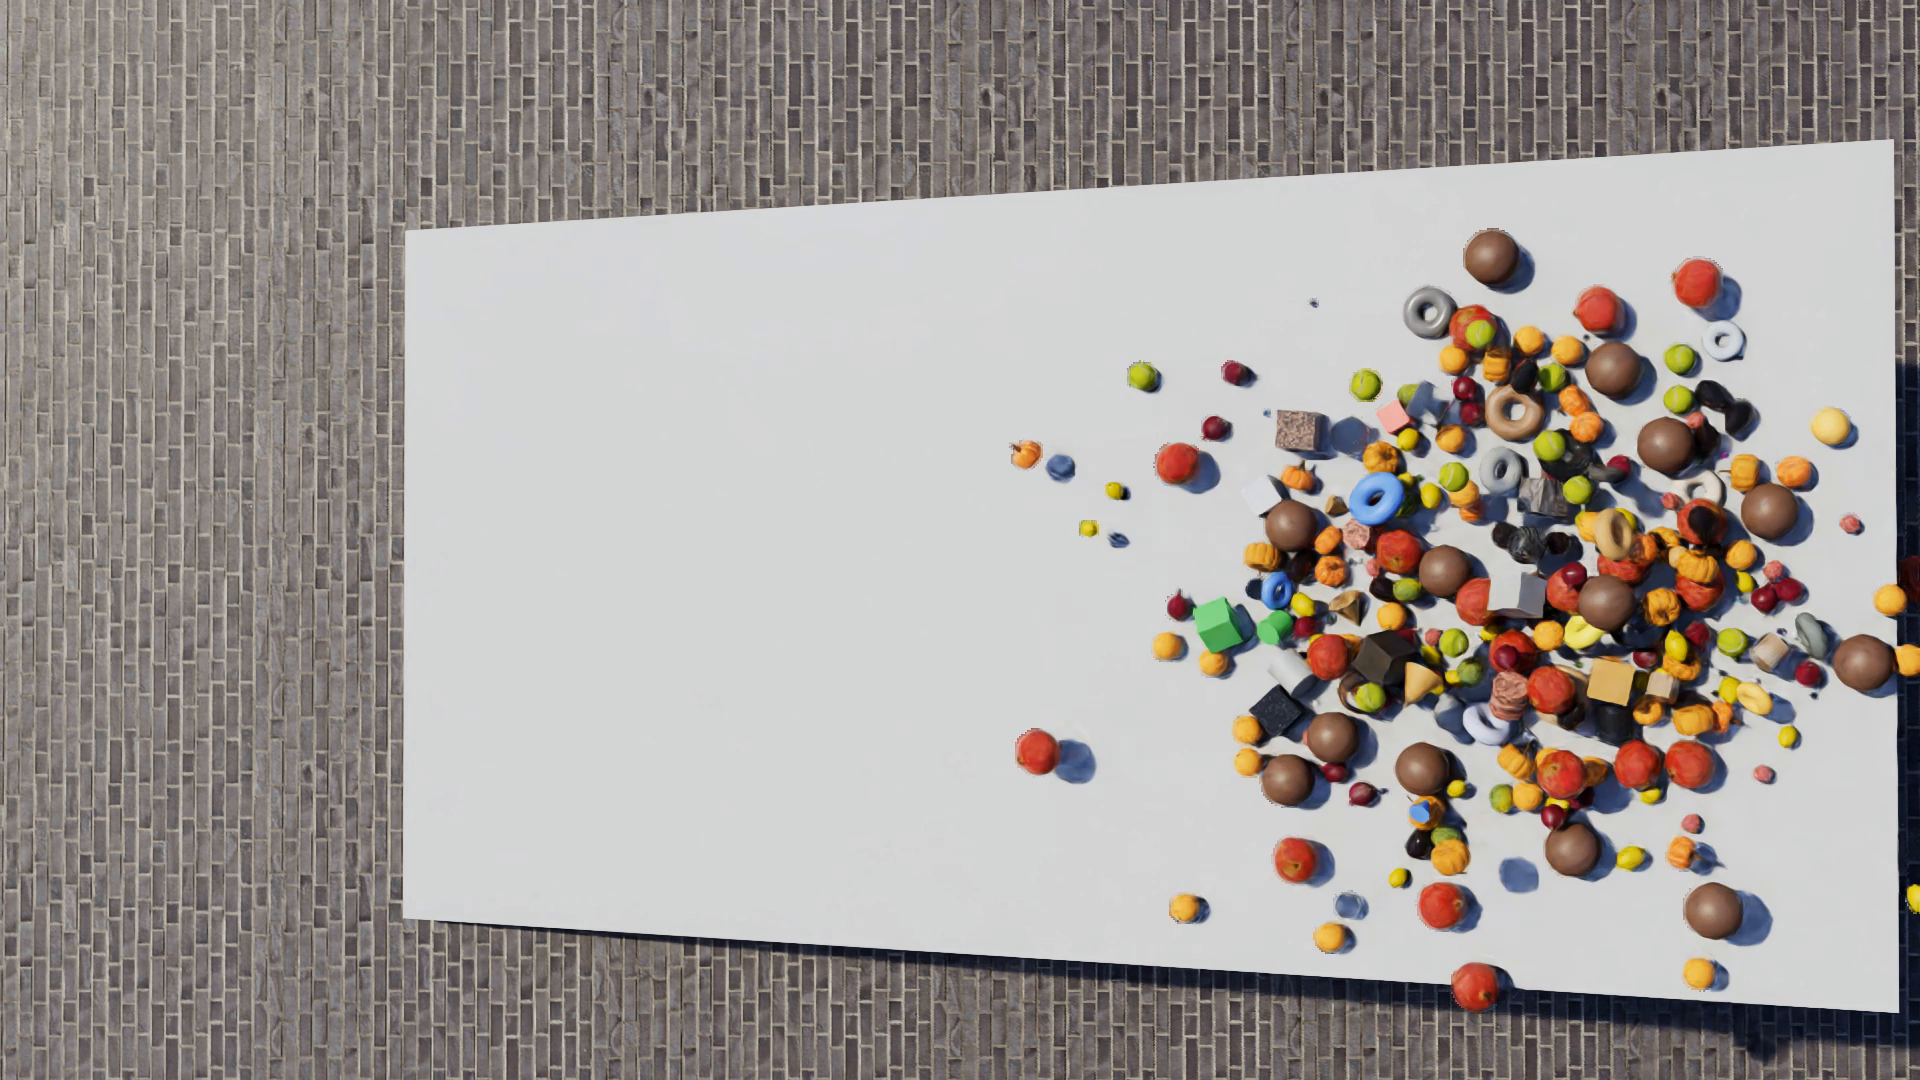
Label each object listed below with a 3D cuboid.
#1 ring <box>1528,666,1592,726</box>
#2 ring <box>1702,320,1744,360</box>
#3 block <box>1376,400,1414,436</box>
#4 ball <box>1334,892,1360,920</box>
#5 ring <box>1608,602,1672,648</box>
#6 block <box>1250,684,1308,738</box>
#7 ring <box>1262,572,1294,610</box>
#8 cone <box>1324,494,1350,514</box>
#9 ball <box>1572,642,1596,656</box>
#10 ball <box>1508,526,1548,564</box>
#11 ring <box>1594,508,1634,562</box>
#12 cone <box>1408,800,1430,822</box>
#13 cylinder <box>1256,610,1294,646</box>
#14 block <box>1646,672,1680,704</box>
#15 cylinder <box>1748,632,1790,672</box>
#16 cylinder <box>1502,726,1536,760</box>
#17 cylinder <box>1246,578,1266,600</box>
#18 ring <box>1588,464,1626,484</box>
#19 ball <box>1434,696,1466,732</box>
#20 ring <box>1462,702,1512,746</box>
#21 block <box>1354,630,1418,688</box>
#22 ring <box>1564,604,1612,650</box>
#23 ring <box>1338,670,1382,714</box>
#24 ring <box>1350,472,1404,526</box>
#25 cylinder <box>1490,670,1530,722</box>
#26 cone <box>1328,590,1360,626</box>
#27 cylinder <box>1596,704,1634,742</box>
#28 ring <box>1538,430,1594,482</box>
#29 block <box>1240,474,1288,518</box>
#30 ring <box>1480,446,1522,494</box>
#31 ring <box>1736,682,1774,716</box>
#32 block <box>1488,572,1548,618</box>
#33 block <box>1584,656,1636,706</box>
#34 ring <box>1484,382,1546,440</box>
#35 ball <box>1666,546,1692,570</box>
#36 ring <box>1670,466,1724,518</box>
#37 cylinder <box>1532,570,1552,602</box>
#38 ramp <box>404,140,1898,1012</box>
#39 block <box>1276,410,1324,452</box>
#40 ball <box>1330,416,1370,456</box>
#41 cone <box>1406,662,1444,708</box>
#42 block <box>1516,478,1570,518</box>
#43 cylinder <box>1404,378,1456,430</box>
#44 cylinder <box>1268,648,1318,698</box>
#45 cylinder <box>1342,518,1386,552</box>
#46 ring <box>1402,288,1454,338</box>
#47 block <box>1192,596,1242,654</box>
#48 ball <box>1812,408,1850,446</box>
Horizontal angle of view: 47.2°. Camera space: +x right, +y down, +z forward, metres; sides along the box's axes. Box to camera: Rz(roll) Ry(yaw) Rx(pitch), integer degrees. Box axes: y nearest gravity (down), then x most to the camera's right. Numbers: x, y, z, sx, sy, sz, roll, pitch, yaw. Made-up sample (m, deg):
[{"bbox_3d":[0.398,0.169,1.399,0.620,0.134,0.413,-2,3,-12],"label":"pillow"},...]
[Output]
[{"bbox_3d":[1.434,0.372,5.251,0.149,0.050,0.149,4,103,20],"label":"ring"},{"bbox_3d":[1.788,-0.468,5.154,0.094,0.031,0.094,0,89,19],"label":"ring"},{"bbox_3d":[1.068,-0.301,5.394,0.062,0.062,0.062,-33,79,19],"label":"block"},{"bbox_3d":[0.955,0.902,5.420,0.065,0.065,0.065,0,89,0],"label":"ball"},{"bbox_3d":[1.599,0.201,5.167,0.143,0.143,0.048,-20,123,0],"label":"ring"},{"bbox_3d":[0.793,0.424,5.470,0.093,0.093,0.093,-45,76,14],"label":"block"},{"bbox_3d":[0.790,0.128,5.478,0.097,0.032,0.097,-11,108,-34],"label":"ring"},{"bbox_3d":[0.942,-0.080,5.458,0.056,0.056,0.056,19,89,-8],"label":"cone"},{"bbox_3d":[1.484,0.247,5.240,0.057,0.057,0.057,0,89,0],"label":"ball"},{"bbox_3d":[1.341,0.012,5.195,0.093,0.093,0.093,0,89,0],"label":"ball"},{"bbox_3d":[1.487,-0.011,5.003,0.124,0.041,0.124,14,69,-38],"label":"ring"},{"bbox_3d":[1.109,0.638,5.260,0.054,0.054,0.054,42,50,1],"label":"cone"},{"bbox_3d":[0.784,0.218,5.475,0.066,0.066,0.066,-33,89,-37],"label":"cylinder"},{"bbox_3d":[1.636,0.344,5.117,0.054,0.054,0.054,10,76,36],"label":"block"},{"bbox_3d":[1.851,0.258,5.028,0.065,0.065,0.065,-42,89,-3],"label":"cylinder"},{"bbox_3d":[1.343,0.489,5.285,0.060,0.060,0.060,-36,89,20],"label":"cylinder"},{"bbox_3d":[0.748,0.123,5.511,0.054,0.054,0.054,0,89,20],"label":"cylinder"},{"bbox_3d":[1.517,-0.155,5.155,0.087,0.087,0.029,11,113,0],"label":"ring"},{"bbox_3d":[1.191,0.423,5.329,0.085,0.085,0.085,0,89,0],"label":"ball"},{"bbox_3d":[1.264,0.440,5.274,0.128,0.128,0.043,28,130,0],"label":"ring"},{"bbox_3d":[1.023,0.286,5.286,0.093,0.093,0.093,-9,130,-37],"label":"block"},{"bbox_3d":[1.472,0.203,5.162,0.042,0.127,0.127,42,89,-14],"label":"ring"},{"bbox_3d":[0.975,0.369,5.356,0.108,0.036,0.108,1,92,17],"label":"ring"},{"bbox_3d":[1.008,-0.100,5.322,0.145,0.145,0.048,-52,128,-1],"label":"ring"},{"bbox_3d":[1.309,0.372,5.239,0.085,0.085,0.085,-2,46,2],"label":"cylinder"},{"bbox_3d":[0.969,0.182,5.438,0.085,0.085,0.085,-32,106,0],"label":"cone"},{"bbox_3d":[1.549,0.432,5.200,0.083,0.083,0.083,-4,89,0],"label":"cylinder"},{"bbox_3d":[1.441,-0.202,5.234,0.139,0.046,0.139,4,61,-7],"label":"ring"},{"bbox_3d":[0.761,-0.110,5.497,0.077,0.077,0.077,-34,78,16],"label":"block"},{"bbox_3d":[1.300,-0.167,5.286,0.115,0.038,0.115,-2,97,-20],"label":"ring"},{"bbox_3d":[1.819,0.363,5.035,0.031,0.092,0.092,-41,89,-16],"label":"ring"},{"bbox_3d":[1.312,0.129,5.178,0.090,0.090,0.090,17,78,-34],"label":"block"},{"bbox_3d":[1.511,0.327,5.115,0.092,0.092,0.092,13,93,14],"label":"block"},{"bbox_3d":[1.338,-0.312,5.306,0.144,0.048,0.144,0,89,19],"label":"ring"},{"bbox_3d":[1.674,0.040,5.119,0.056,0.056,0.056,0,89,0],"label":"ball"},{"bbox_3d":[1.730,-0.113,5.165,0.118,0.039,0.118,0,91,19],"label":"ring"},{"bbox_3d":[1.367,0.123,5.274,0.076,0.076,0.076,-29,89,18],"label":"cylinder"},{"bbox_3d":[0.280,0.090,5.763,4.000,0.100,2.000,0,89,20],"label":"ramp"},{"bbox_3d":[0.843,-0.271,5.460,0.094,0.094,0.094,5,91,20],"label":"block"},{"bbox_3d":[0.961,-0.256,5.416,0.097,0.097,0.097,0,89,0],"label":"ball"},{"bbox_3d":[1.064,0.352,5.139,0.098,0.098,0.098,31,79,0],"label":"cone"},{"bbox_3d":[1.391,-0.102,5.244,0.082,0.082,0.082,10,89,-26],"label":"block"},{"bbox_3d":[1.137,-0.329,5.318,0.092,0.092,0.092,27,100,0],"label":"cylinder"},{"bbox_3d":[0.826,0.328,5.453,0.089,0.089,0.089,-41,64,-1],"label":"cylinder"},{"bbox_3d":[0.992,-0.012,5.400,0.077,0.077,0.077,-6,80,40],"label":"cylinder"},{"bbox_3d":[1.146,-0.557,5.382,0.126,0.042,0.126,0,90,21],"label":"ring"},{"bbox_3d":[0.645,0.213,5.503,0.087,0.087,0.087,-23,130,16],"label":"block"},{"bbox_3d":[1.999,-0.260,5.047,0.083,0.083,0.083,0,89,0],"label":"ball"}]
